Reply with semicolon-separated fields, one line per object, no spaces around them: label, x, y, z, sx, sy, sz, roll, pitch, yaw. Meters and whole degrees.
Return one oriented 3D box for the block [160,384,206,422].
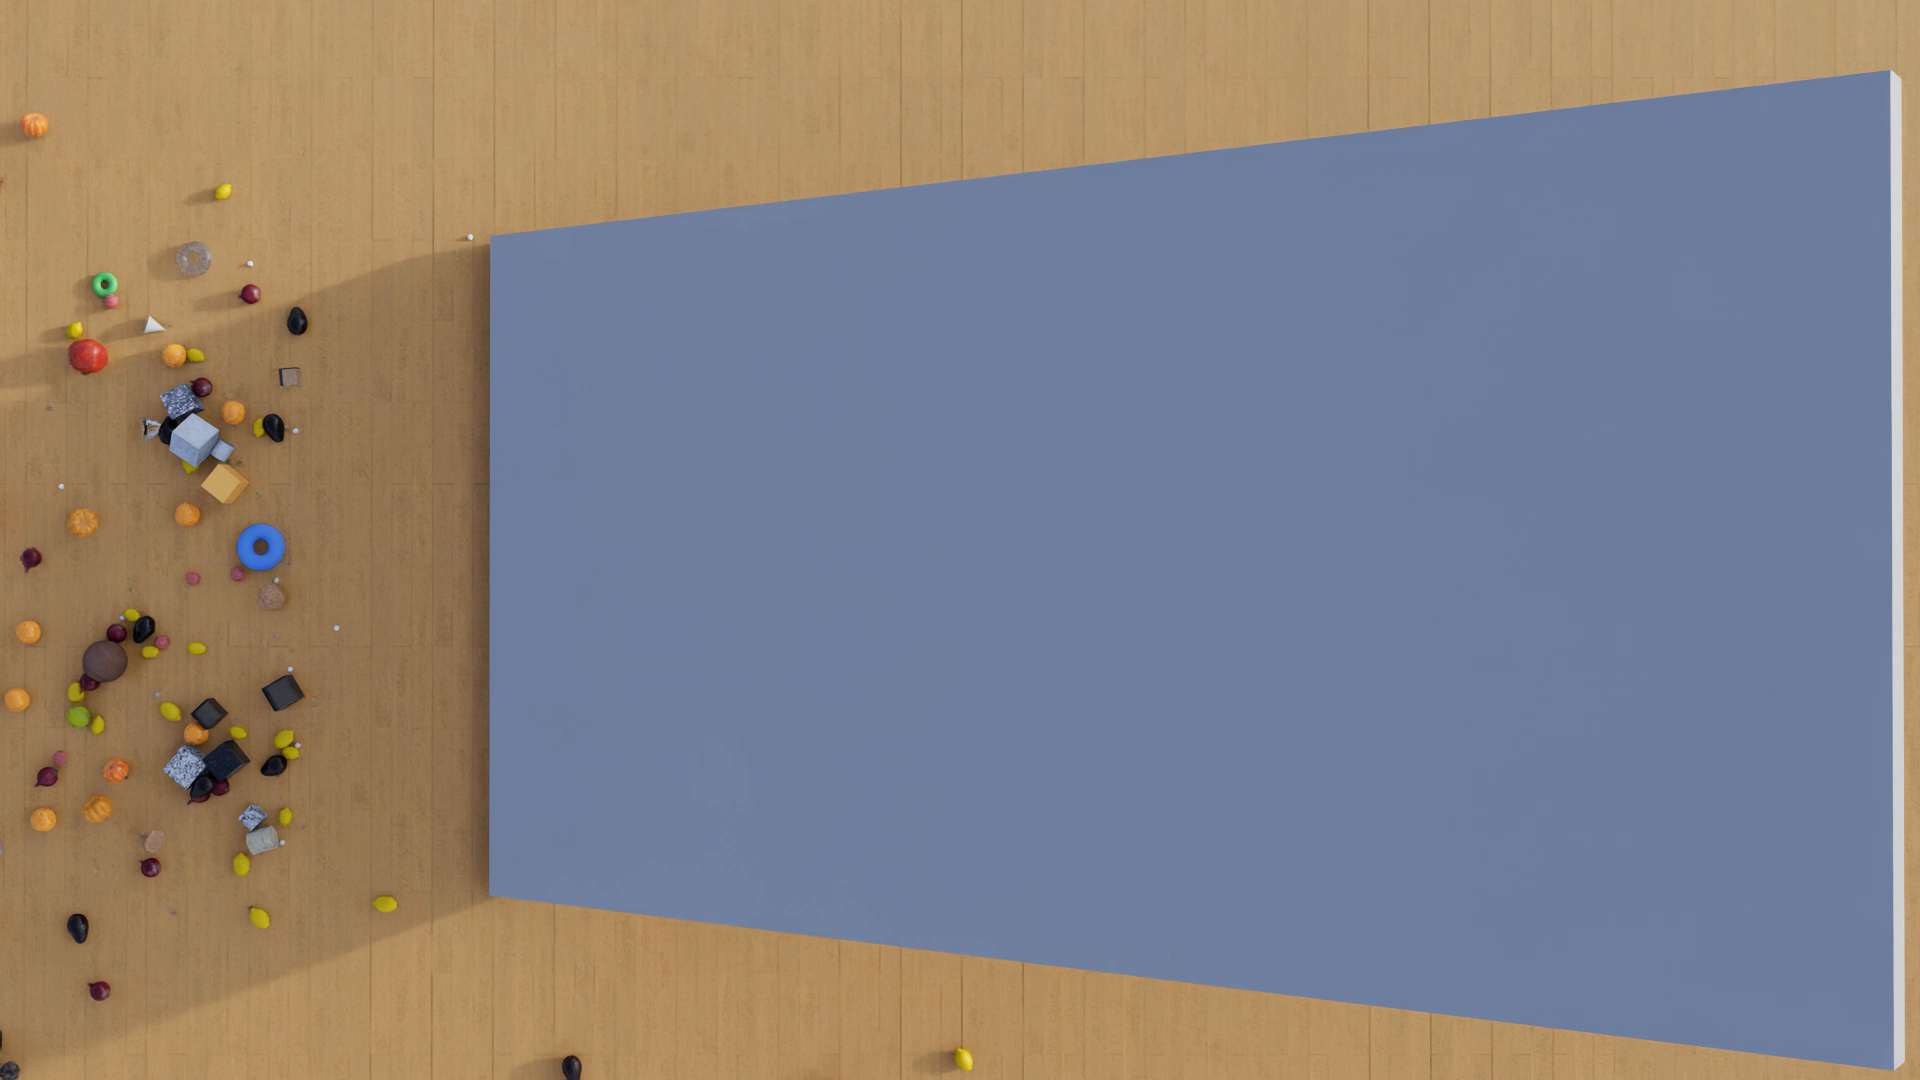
block;-2.374;-0.420;6.715;0.082;0.082;0.082;-27;90;0

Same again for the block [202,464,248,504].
block;-2.242;-0.171;6.712;0.085;0.085;0.085;39;90;0

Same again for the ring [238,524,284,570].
ring;-2.139;0.022;6.729;0.146;0.049;0.146;0;88;1

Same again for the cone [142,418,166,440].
cone;-2.465;-0.342;6.739;0.073;0.073;0.073;-4;89;-27

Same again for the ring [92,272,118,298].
ring;-2.623;-0.783;6.746;0.077;0.026;0.077;0;89;1

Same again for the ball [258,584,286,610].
ball;-2.101;0.172;6.712;0.079;0.079;0.079;0;90;0

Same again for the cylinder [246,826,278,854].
cylinder;-2.128;0.916;6.709;0.072;0.072;0.072;-17;90;0

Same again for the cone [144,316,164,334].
cone;-2.466;-0.652;6.745;0.059;0.059;0.059;18;90;-26

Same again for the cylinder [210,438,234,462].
cylinder;-2.257;-0.275;6.728;0.053;0.053;0.053;36;90;0

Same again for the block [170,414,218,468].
block;-2.329;-0.303;6.687;0.096;0.096;0.096;33;49;0

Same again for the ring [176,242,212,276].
ring;-2.348;-0.862;6.742;0.109;0.036;0.109;0;90;1

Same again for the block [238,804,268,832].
block;-2.159;0.848;6.718;0.055;0.055;0.055;43;90;0

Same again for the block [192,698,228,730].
block;-2.292;0.530;6.715;0.066;0.066;0.066;-44;90;0

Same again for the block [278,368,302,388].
block;-2.048;-0.498;6.730;0.053;0.053;0.053;-5;90;0

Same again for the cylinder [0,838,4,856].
cylinder;-2.963;0.941;6.715;0.060;0.060;0.060;-13;90;0

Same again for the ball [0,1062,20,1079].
ball;-2.902;1.621;6.712;0.055;0.055;0.055;0;90;0

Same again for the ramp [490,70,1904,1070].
ramp;0.247;0.068;5.573;4.000;0.100;2.000;0;89;35

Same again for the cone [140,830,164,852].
cone;-2.487;0.909;6.729;0.072;0.072;0.072;19;90;27

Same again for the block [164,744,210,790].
block;-2.348;0.690;6.701;0.093;0.093;0.093;39;90;0

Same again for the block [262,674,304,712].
block;-2.064;0.467;6.709;0.080;0.080;0.080;-31;90;0

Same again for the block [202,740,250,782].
block;-2.236;0.672;6.704;0.086;0.086;0.086;-39;90;0
